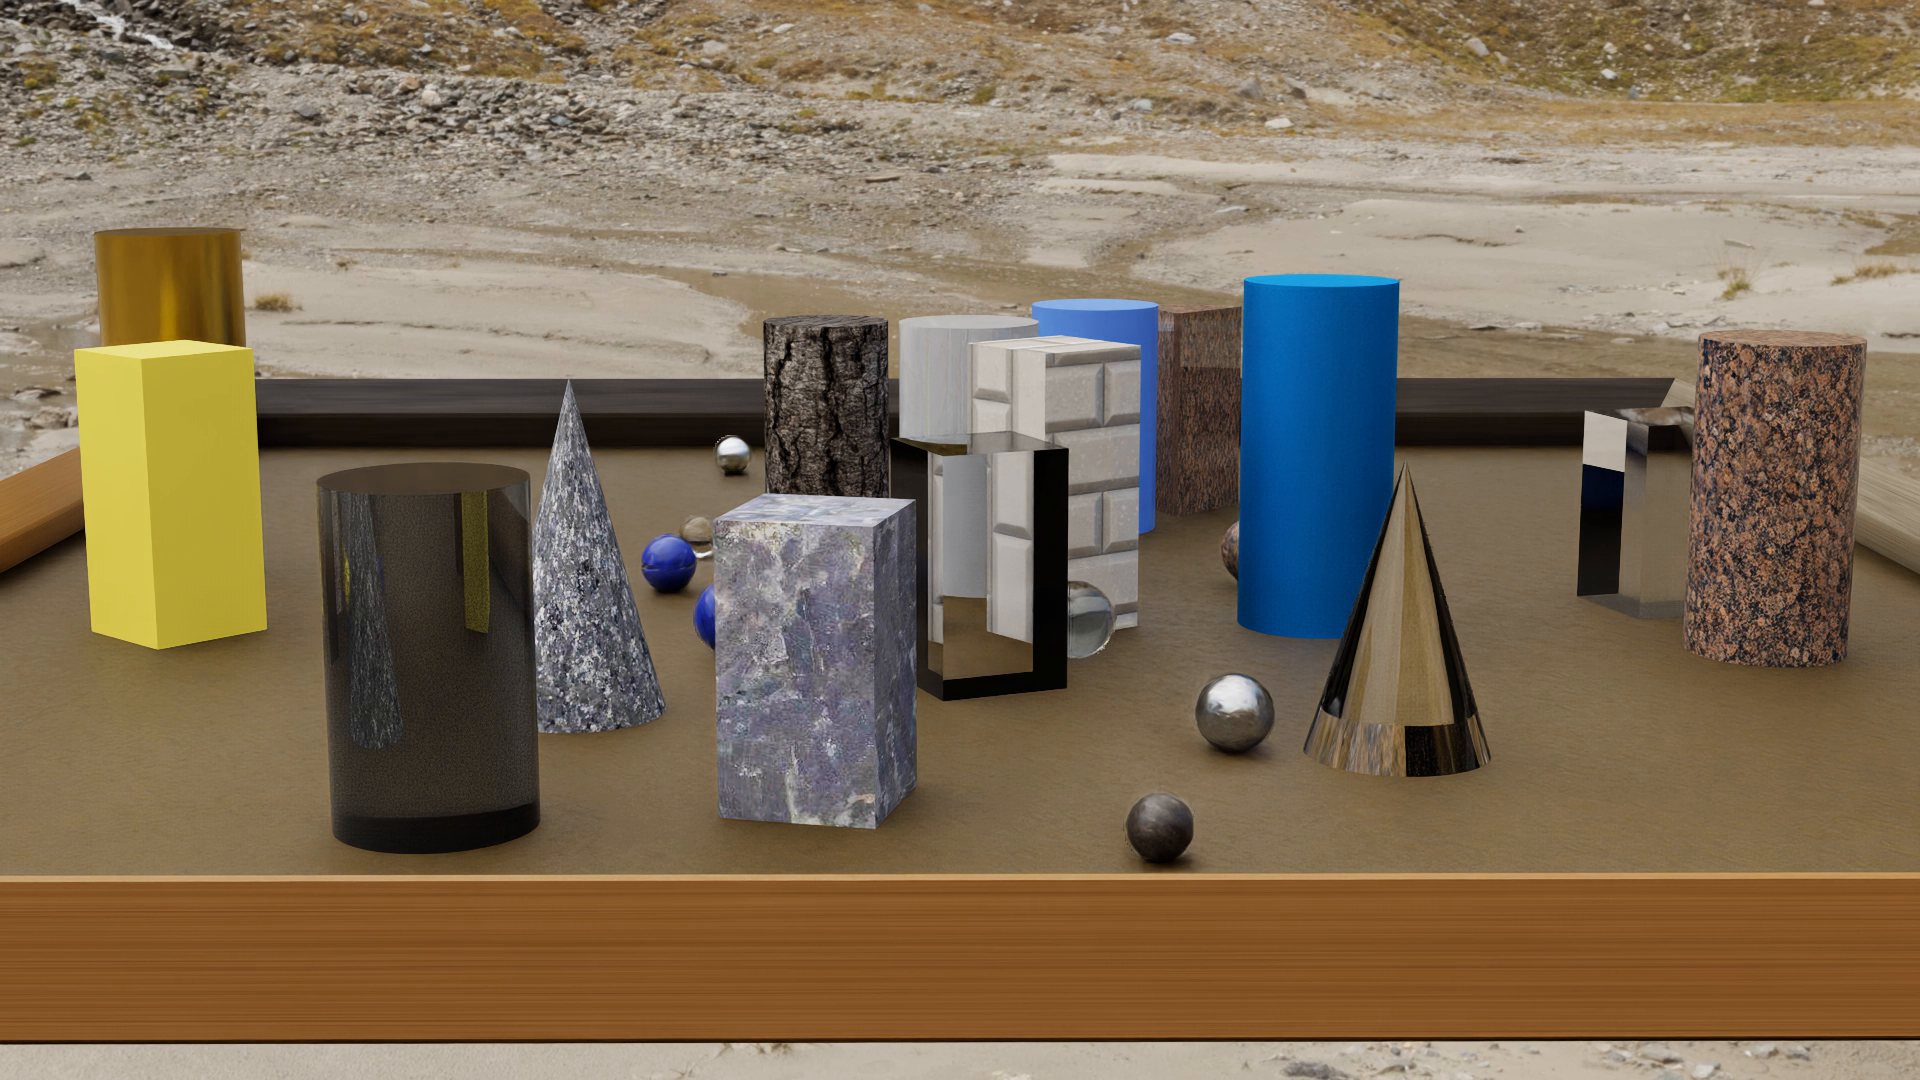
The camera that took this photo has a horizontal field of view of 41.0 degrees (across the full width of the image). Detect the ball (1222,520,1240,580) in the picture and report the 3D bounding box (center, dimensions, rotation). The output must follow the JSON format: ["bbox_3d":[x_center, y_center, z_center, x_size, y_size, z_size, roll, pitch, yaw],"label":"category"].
[{"bbox_3d":[0.421,0.015,3.640,0.099,0.099,0.099,0,10,0],"label":"ball"}]

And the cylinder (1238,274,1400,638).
[{"bbox_3d":[0.468,-0.114,3.361,0.200,0.453,0.200,0,10,0],"label":"cylinder"}]

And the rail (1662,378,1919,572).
[{"bbox_3d":[1.372,0.032,3.456,0.045,0.130,3.097,0,10,0],"label":"rail"}]

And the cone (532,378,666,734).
[{"bbox_3d":[-0.437,0.007,2.899,0.200,0.384,0.200,0,10,0],"label":"cone"}]

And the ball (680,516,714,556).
[{"bbox_3d":[-0.391,-0.005,3.852,0.060,0.060,0.060,0,10,0],"label":"ball"}]

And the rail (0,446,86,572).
[{"bbox_3d":[-1.372,0.035,3.441,0.045,0.130,3.097,0,10,0],"label":"rail"}]

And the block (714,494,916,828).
[{"bbox_3d":[-0.141,0.116,2.548,0.160,0.297,0.160,3,11,13],"label":"block"}]

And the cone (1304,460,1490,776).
[{"bbox_3d":[0.469,0.071,2.731,0.200,0.319,0.200,0,10,0],"label":"cone"}]

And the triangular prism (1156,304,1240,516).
[{"bbox_3d":[0.354,-0.223,4.282,0.150,0.333,0.173,9,14,41],"label":"triangular prism"}]

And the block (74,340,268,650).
[{"bbox_3d":[-1.020,-0.063,3.319,0.160,0.369,0.160,9,14,41],"label":"block"}]

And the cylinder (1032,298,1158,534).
[{"bbox_3d":[0.213,-0.197,4.081,0.200,0.355,0.200,0,10,0],"label":"cylinder"}]

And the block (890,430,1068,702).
[{"bbox_3d":[0.022,0.027,3.055,0.160,0.287,0.160,-5,11,-23],"label":"block"}]

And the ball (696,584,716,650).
[{"bbox_3d":[-0.282,0.095,3.206,0.098,0.098,0.098,0,10,0],"label":"ball"}]

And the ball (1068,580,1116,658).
[{"bbox_3d":[0.145,0.099,3.192,0.096,0.096,0.096,0,10,0],"label":"ball"}]

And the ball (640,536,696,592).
[{"bbox_3d":[-0.409,0.033,3.597,0.078,0.078,0.078,0,10,0],"label":"ball"}]

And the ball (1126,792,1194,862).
[{"bbox_3d":[0.186,0.266,2.379,0.063,0.063,0.063,0,10,0],"label":"ball"}]

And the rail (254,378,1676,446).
[{"bbox_3d":[-0.009,-0.244,4.948,2.792,0.130,0.045,0,10,0],"label":"rail"}]

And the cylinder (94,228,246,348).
[{"bbox_3d":[-1.125,-0.195,3.689,0.200,0.494,0.200,0,10,0],"label":"cylinder"}]

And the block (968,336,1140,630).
[{"bbox_3d":[0.121,-0.071,3.359,0.160,0.370,0.160,-8,13,-37],"label":"block"}]

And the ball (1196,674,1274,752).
[{"bbox_3d":[0.295,0.186,2.756,0.084,0.084,0.084,0,10,0],"label":"ball"}]

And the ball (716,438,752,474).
[{"bbox_3d":[-0.409,-0.153,4.637,0.066,0.066,0.066,0,10,0],"label":"ball"}]

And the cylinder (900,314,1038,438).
[{"bbox_3d":[0.013,-0.129,3.678,0.200,0.368,0.200,0,10,0],"label":"cylinder"}]

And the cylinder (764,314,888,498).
[{"bbox_3d":[-0.215,-0.191,4.132,0.200,0.325,0.200,0,10,0],"label":"cylinder"}]

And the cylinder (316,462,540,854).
[{"bbox_3d":[-0.509,0.109,2.468,0.200,0.340,0.200,0,10,0],"label":"cylinder"}]

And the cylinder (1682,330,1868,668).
[{"bbox_3d":[1.017,-0.056,3.208,0.200,0.395,0.200,0,10,0],"label":"cylinder"}]

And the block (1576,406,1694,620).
[{"bbox_3d":[0.958,-0.040,3.493,0.160,0.260,0.160,-3,11,-17],"label":"block"}]

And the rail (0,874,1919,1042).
[{"bbox_3d":[0.009,0.311,1.949,2.792,0.130,0.045,0,10,0],"label":"rail"}]
